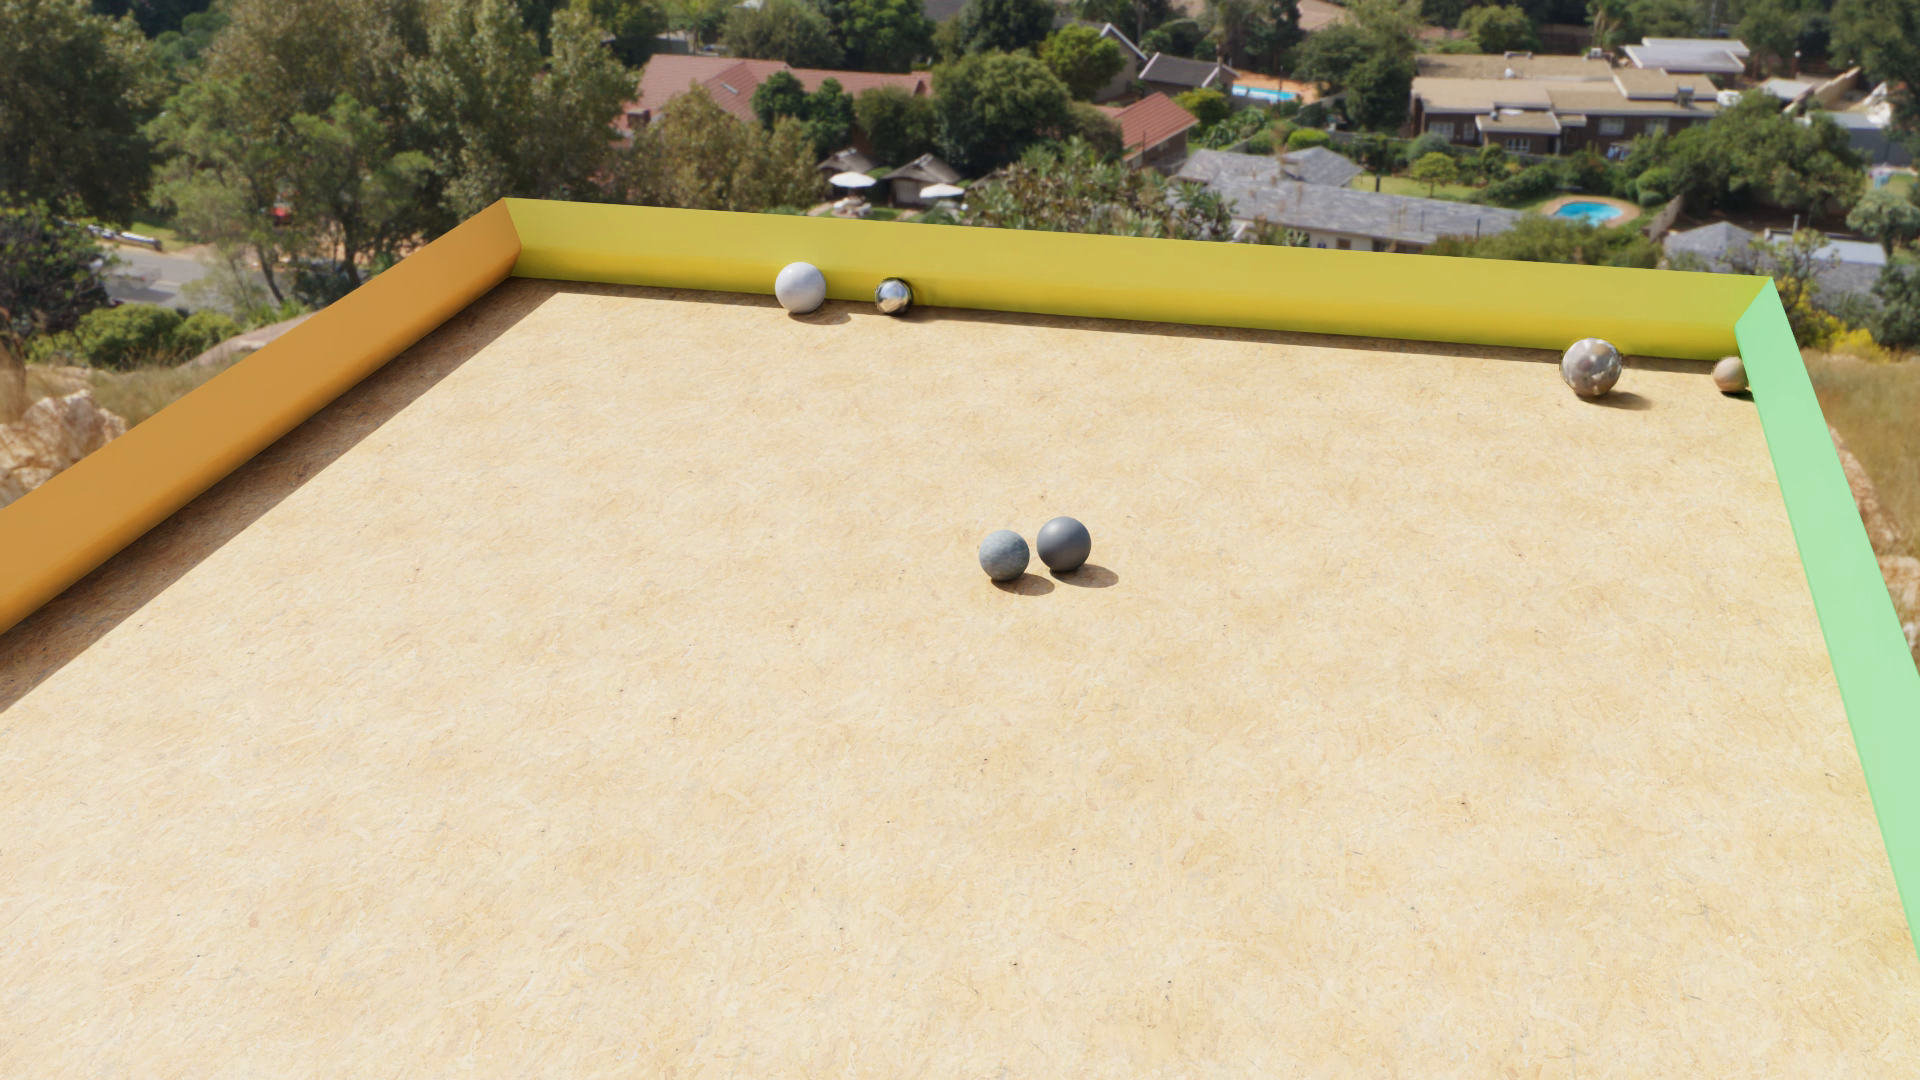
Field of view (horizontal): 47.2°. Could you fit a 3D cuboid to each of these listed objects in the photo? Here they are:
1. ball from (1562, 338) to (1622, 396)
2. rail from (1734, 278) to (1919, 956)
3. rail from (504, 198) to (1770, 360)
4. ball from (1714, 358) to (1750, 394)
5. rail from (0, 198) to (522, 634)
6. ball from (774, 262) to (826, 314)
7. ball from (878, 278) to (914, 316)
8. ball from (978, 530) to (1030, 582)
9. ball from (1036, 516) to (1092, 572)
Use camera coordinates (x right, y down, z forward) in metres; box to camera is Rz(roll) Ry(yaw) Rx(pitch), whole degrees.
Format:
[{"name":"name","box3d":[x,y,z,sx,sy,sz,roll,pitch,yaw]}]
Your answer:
[{"name":"ball","box3d":[0.840,-0.230,2.924,0.077,0.077,0.077,0,24,0]},{"name":"rail","box3d":[0.681,0.411,1.412,0.045,0.124,3.639,5,24,12]},{"name":"rail","box3d":[0.198,-0.378,3.199,1.862,0.124,0.045,5,24,12]},{"name":"ball","box3d":[1.032,-0.220,2.937,0.048,0.048,0.048,0,24,0]},{"name":"rail","box3d":[-1.088,0.247,1.783,0.045,0.124,3.639,5,24,12]},{"name":"ball","box3d":[-0.235,-0.373,3.249,0.076,0.076,0.076,0,24,0]},{"name":"ball","box3d":[-0.095,-0.358,3.245,0.054,0.054,0.054,0,24,0]},{"name":"ball","box3d":[0.048,0.017,2.392,0.056,0.056,0.056,0,24,0]},{"name":"ball","box3d":[0.114,0.005,2.413,0.061,0.061,0.061,0,24,0]}]
